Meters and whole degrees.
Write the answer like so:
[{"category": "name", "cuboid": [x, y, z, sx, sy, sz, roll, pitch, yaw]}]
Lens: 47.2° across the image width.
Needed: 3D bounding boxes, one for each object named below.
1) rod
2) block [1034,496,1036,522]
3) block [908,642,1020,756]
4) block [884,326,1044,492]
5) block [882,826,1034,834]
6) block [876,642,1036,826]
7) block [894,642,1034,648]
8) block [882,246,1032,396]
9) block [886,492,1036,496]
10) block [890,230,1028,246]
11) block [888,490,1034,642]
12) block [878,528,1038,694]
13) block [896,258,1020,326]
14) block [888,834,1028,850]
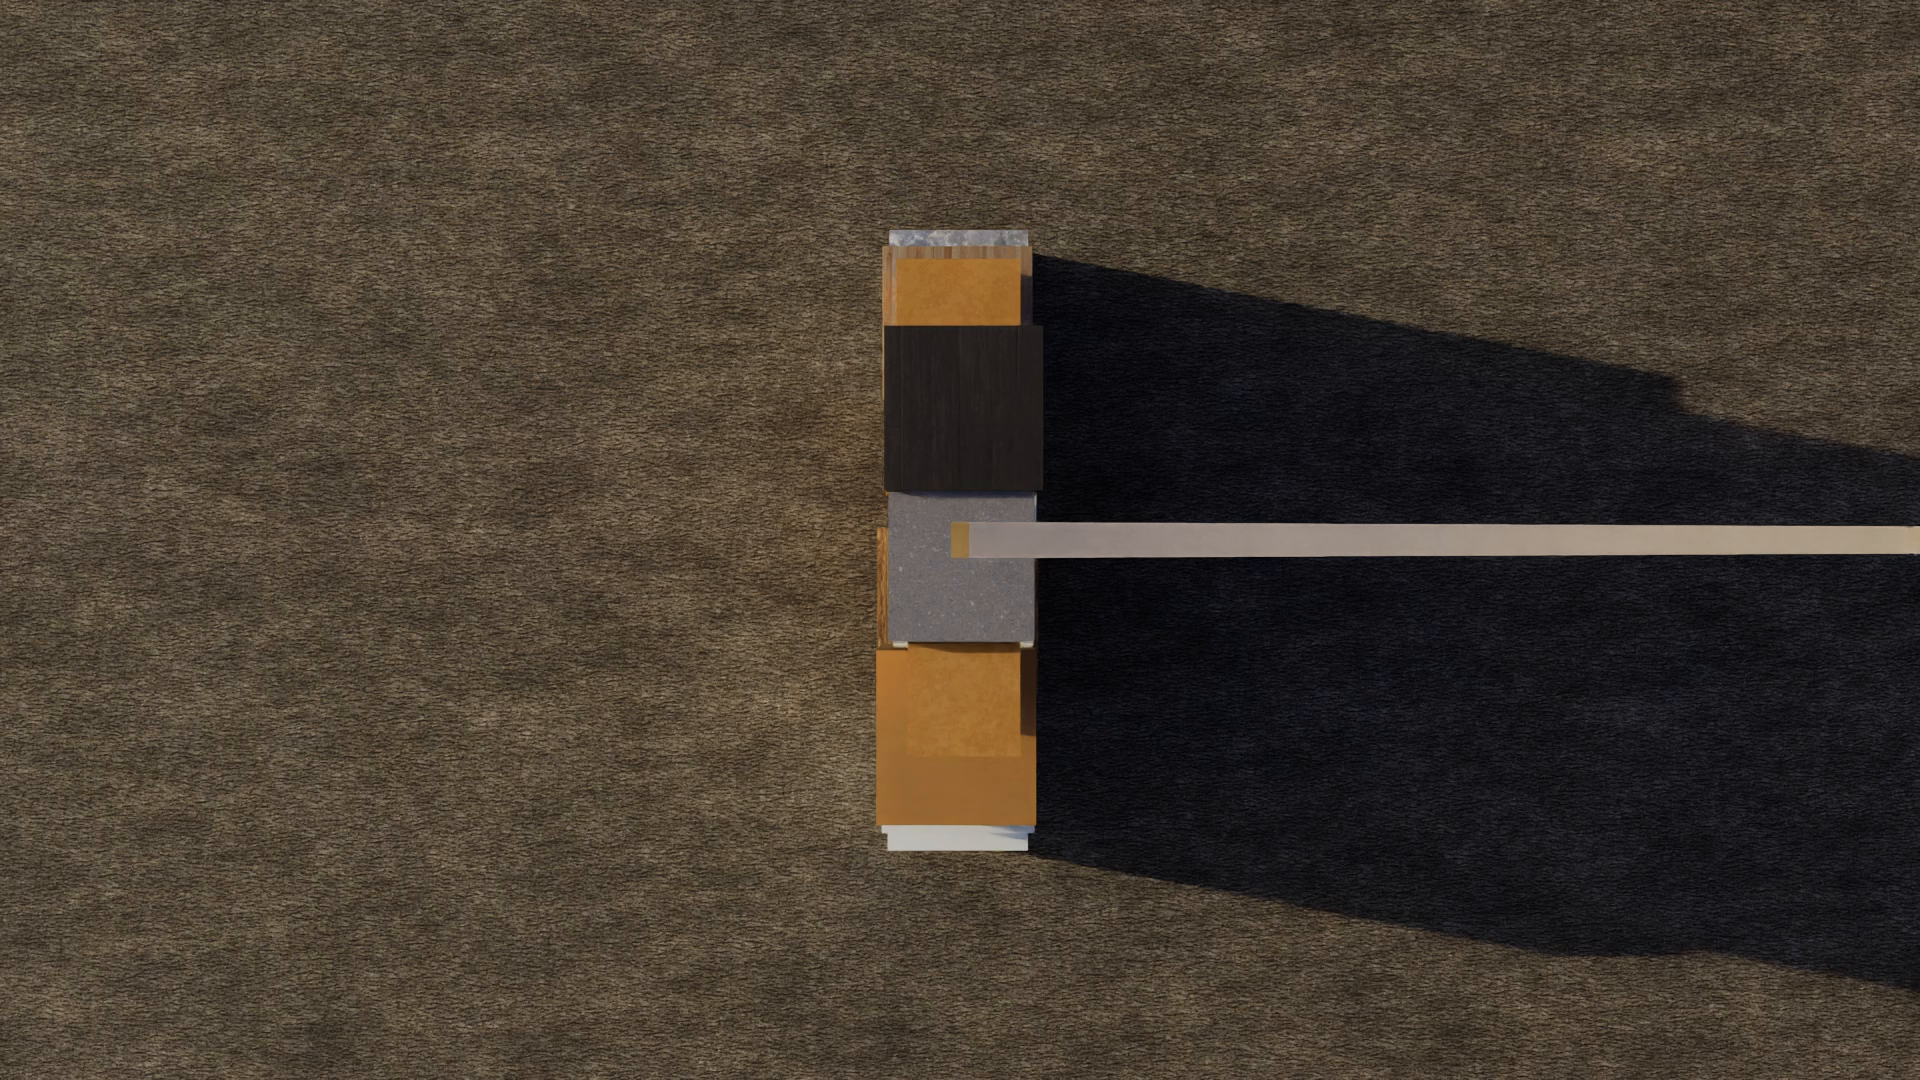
[{"category": "rod", "cuboid": [2.234, 0.000, 6.206, 5.200, 0.080, 0.080, 0, 90, -31]}, {"category": "block", "cuboid": [0.020, -0.339, 11.875, 0.767, 0.670, 0.774, 0, 90, 0]}, {"category": "block", "cuboid": [0.017, 0.694, 9.802, 0.492, 0.475, 0.494, 0, 90, 0]}, {"category": "block", "cuboid": [0.016, -0.569, 9.740, 0.684, 0.561, 0.709, 0, 90, 0]}, {"category": "block", "cuboid": [-0.010, 1.108, 11.689, 0.786, 0.793, 0.794, 0, 90, 0]}, {"category": "block", "cuboid": [-0.017, 0.948, 10.909, 0.765, 0.766, 0.838, 0, 90, 0]}, {"category": "block", "cuboid": [0.016, 0.168, 11.187, 0.689, 0.710, 0.711, 0, 91, 0]}, {"category": "block", "cuboid": [-0.012, -1.121, 11.682, 0.769, 0.833, 0.769, 0, 90, 0]}, {"category": "block", "cuboid": [0.004, -0.511, 10.337, 0.687, 0.632, 0.610, 0, 90, 0]}, {"category": "block", "cuboid": [-0.007, -1.284, 12.549, 0.765, 0.902, 0.844, 0, 90, 0]}, {"category": "block", "cuboid": [0.007, 0.116, 9.773, 0.631, 0.542, 0.652, 0, 89, 0]}, {"category": "block", "cuboid": [-0.013, 0.390, 12.612, 0.896, 0.776, 0.922, 0, 90, 0]}, {"category": "block", "cuboid": [-0.007, -1.071, 10.974, 0.602, 0.583, 0.591, 0, 90, 0]}, {"category": "block", "cuboid": [-0.011, 1.283, 12.543, 0.772, 0.915, 0.846, 0, 90, 0]}]
